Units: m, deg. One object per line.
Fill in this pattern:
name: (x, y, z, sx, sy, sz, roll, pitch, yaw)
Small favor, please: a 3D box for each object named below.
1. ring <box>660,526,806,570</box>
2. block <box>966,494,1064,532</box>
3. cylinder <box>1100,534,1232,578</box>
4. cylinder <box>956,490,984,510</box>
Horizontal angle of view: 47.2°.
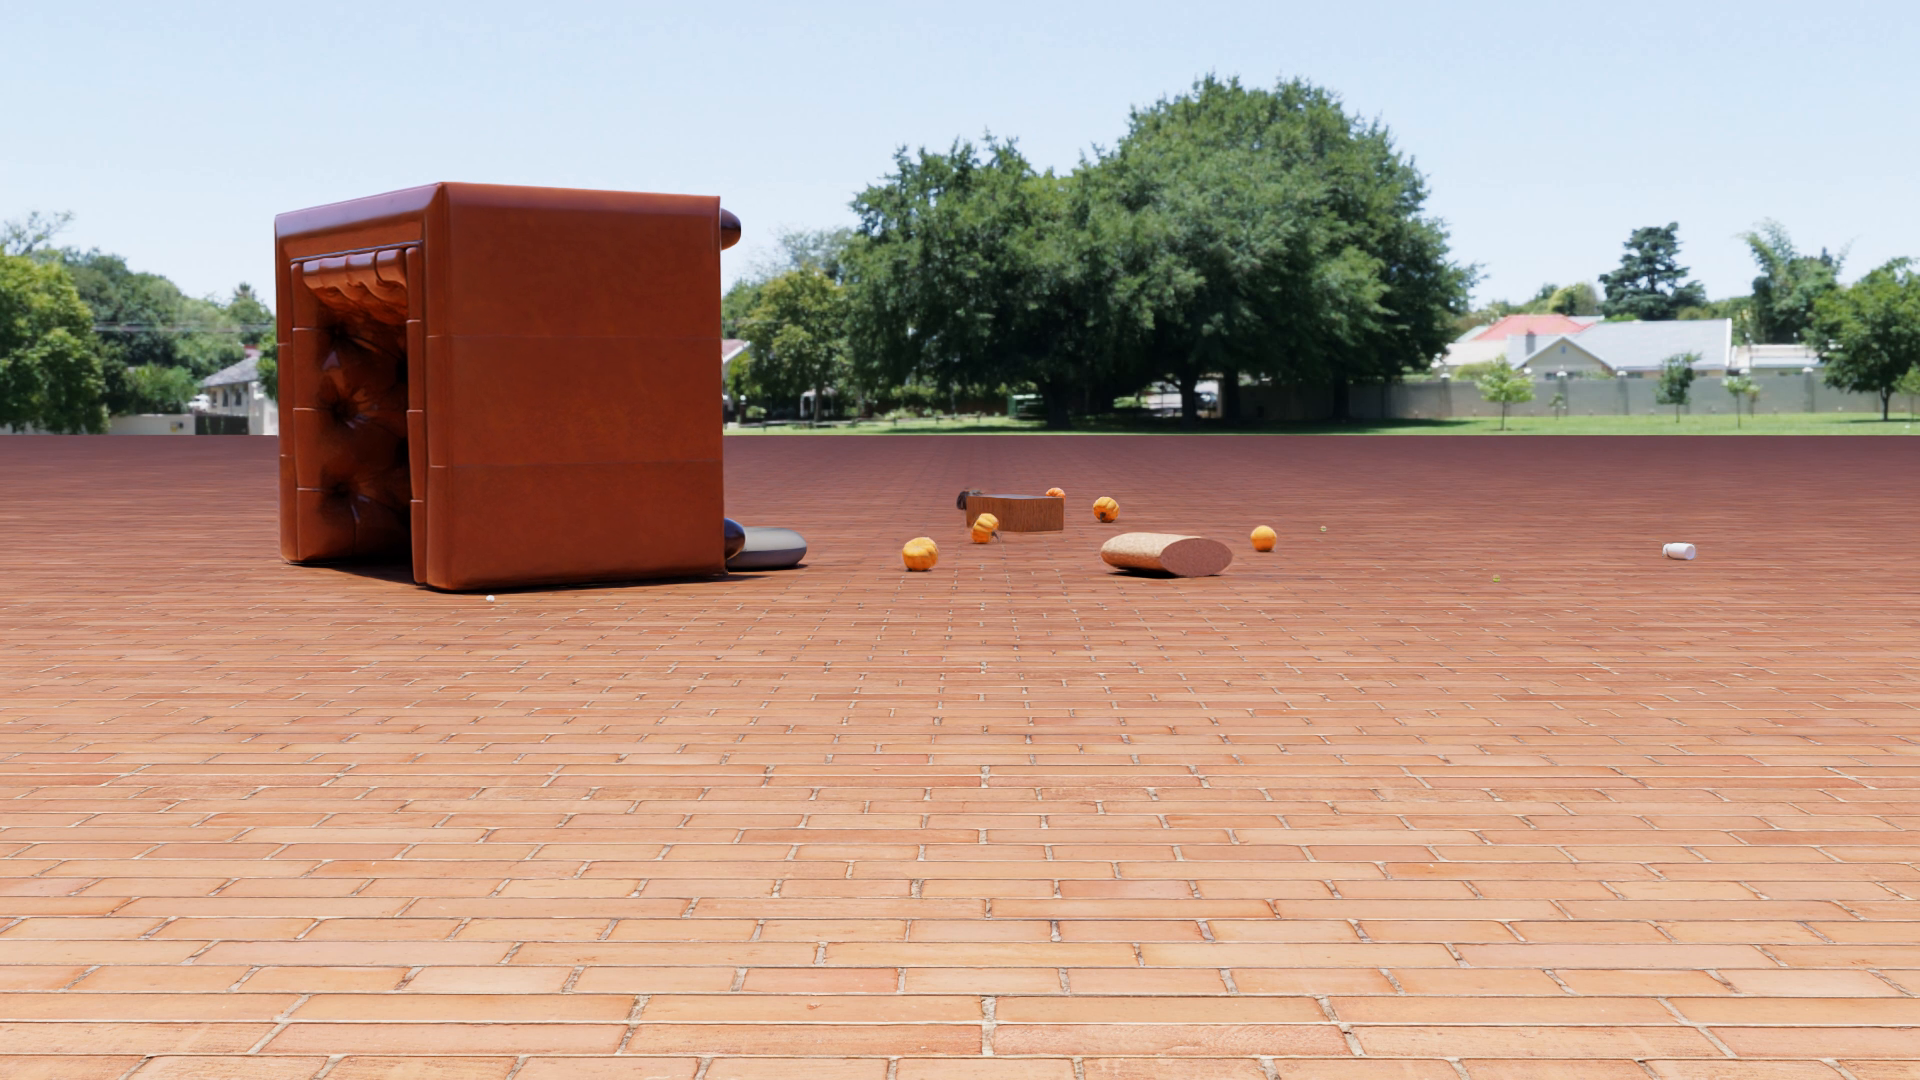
ring: (-0.570, 0.021, 5.558, 0.381, 0.097, 0.343, -3, 4, -41)
block: (0.175, -0.088, 7.062, 0.175, 0.104, 0.284, -3, 5, -36)
cylinder: (0.500, 0.036, 5.337, 0.235, 0.094, 0.217, 0, 3, -36)
cylinder: (0.037, -0.148, 8.156, 0.061, 0.062, 0.116, -2, -20, -26)
